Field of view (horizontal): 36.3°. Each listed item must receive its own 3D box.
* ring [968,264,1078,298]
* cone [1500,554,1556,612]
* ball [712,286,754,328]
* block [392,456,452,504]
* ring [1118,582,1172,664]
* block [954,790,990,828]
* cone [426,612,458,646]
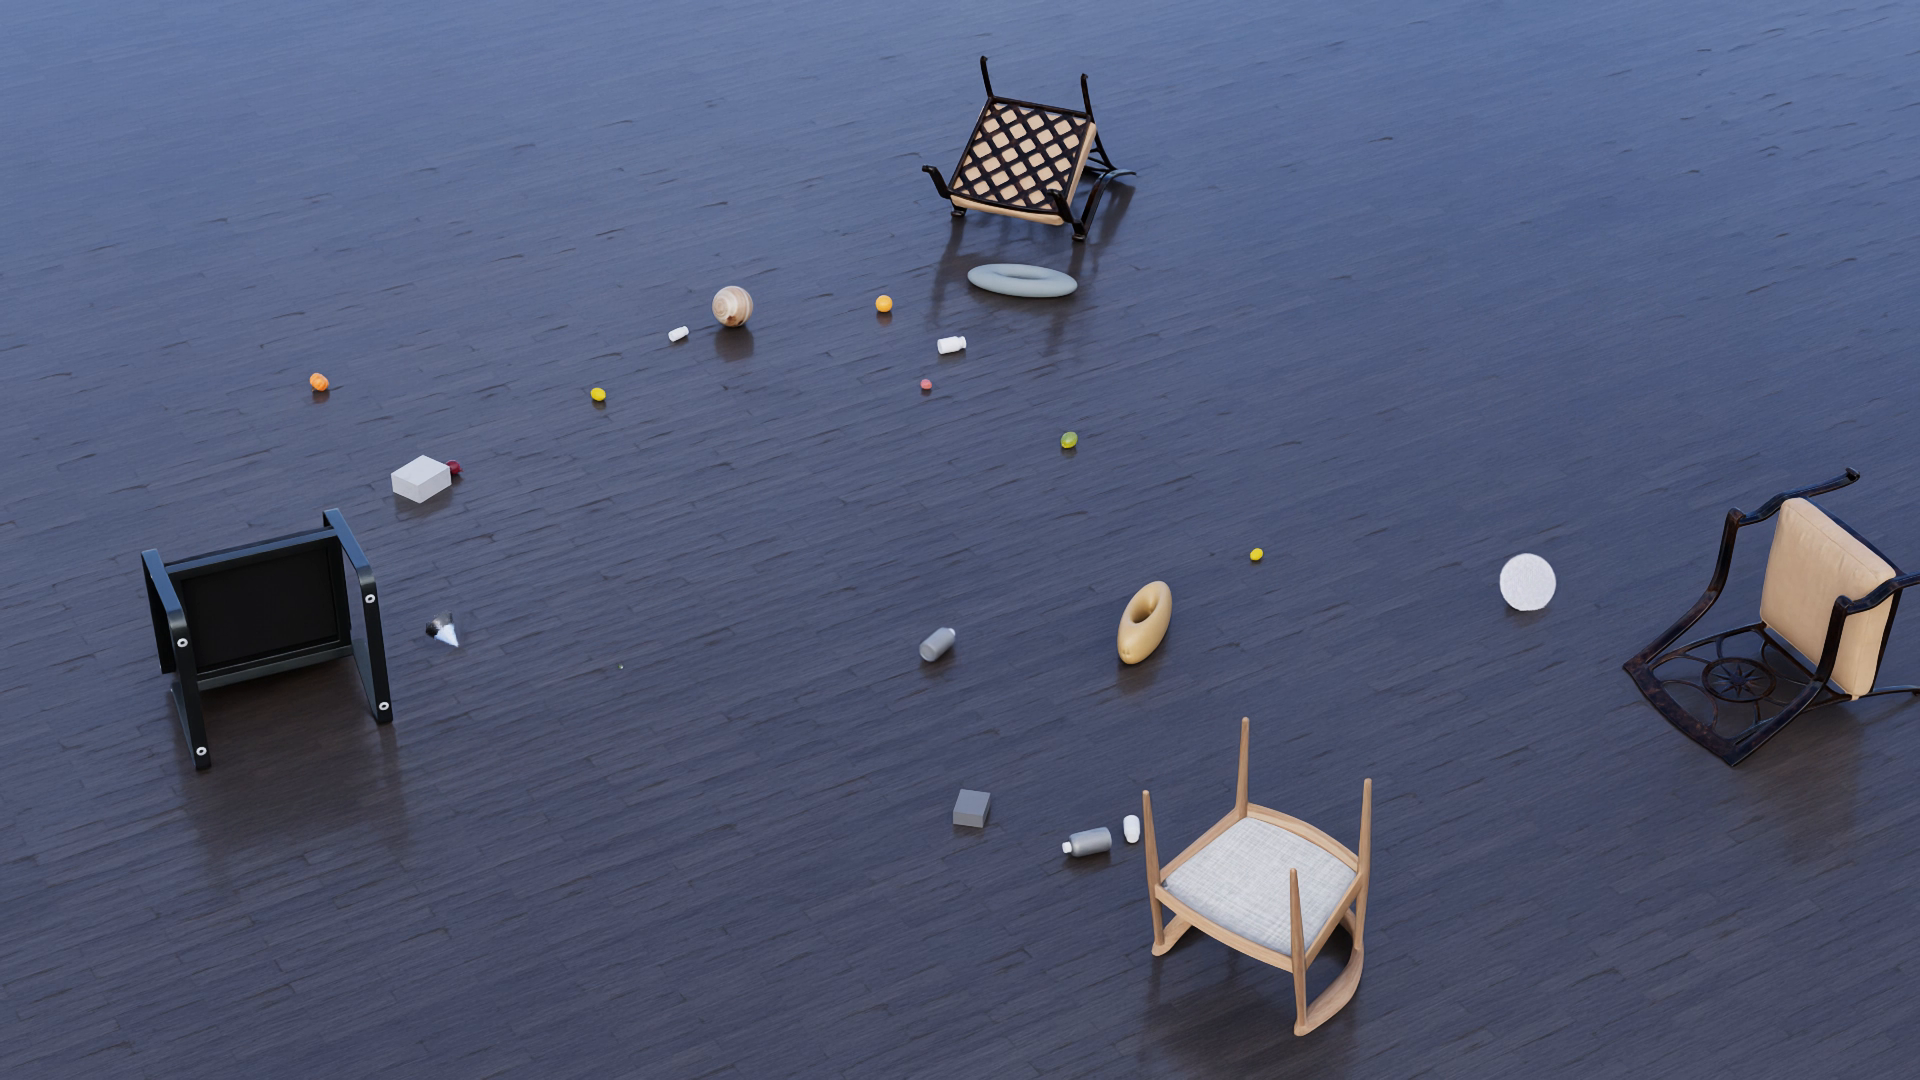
[{"bbox_3d":[0.267,-1.112,12.562,0.483,0.078,0.200,7,33,12],"label":"ring"},{"bbox_3d":[2.034,0.161,10.628,0.215,0.207,0.123,-36,0,-13],"label":"cone"},{"bbox_3d":[-0.952,-0.977,12.271,0.172,0.172,0.172,0,33,0],"label":"ball"},{"bbox_3d":[-2.062,-0.233,11.225,0.143,0.081,0.169,22,39,30],"label":"block"},{"bbox_3d":[0.654,0.290,10.372,0.150,0.147,0.435,9,33,19],"label":"ring"},{"bbox_3d":[0.039,0.876,9.570,0.099,0.050,0.121,7,34,10],"label":"block"},{"bbox_3d":[-1.813,0.338,10.387,0.113,0.101,0.115,-43,73,0],"label":"cone"}]
